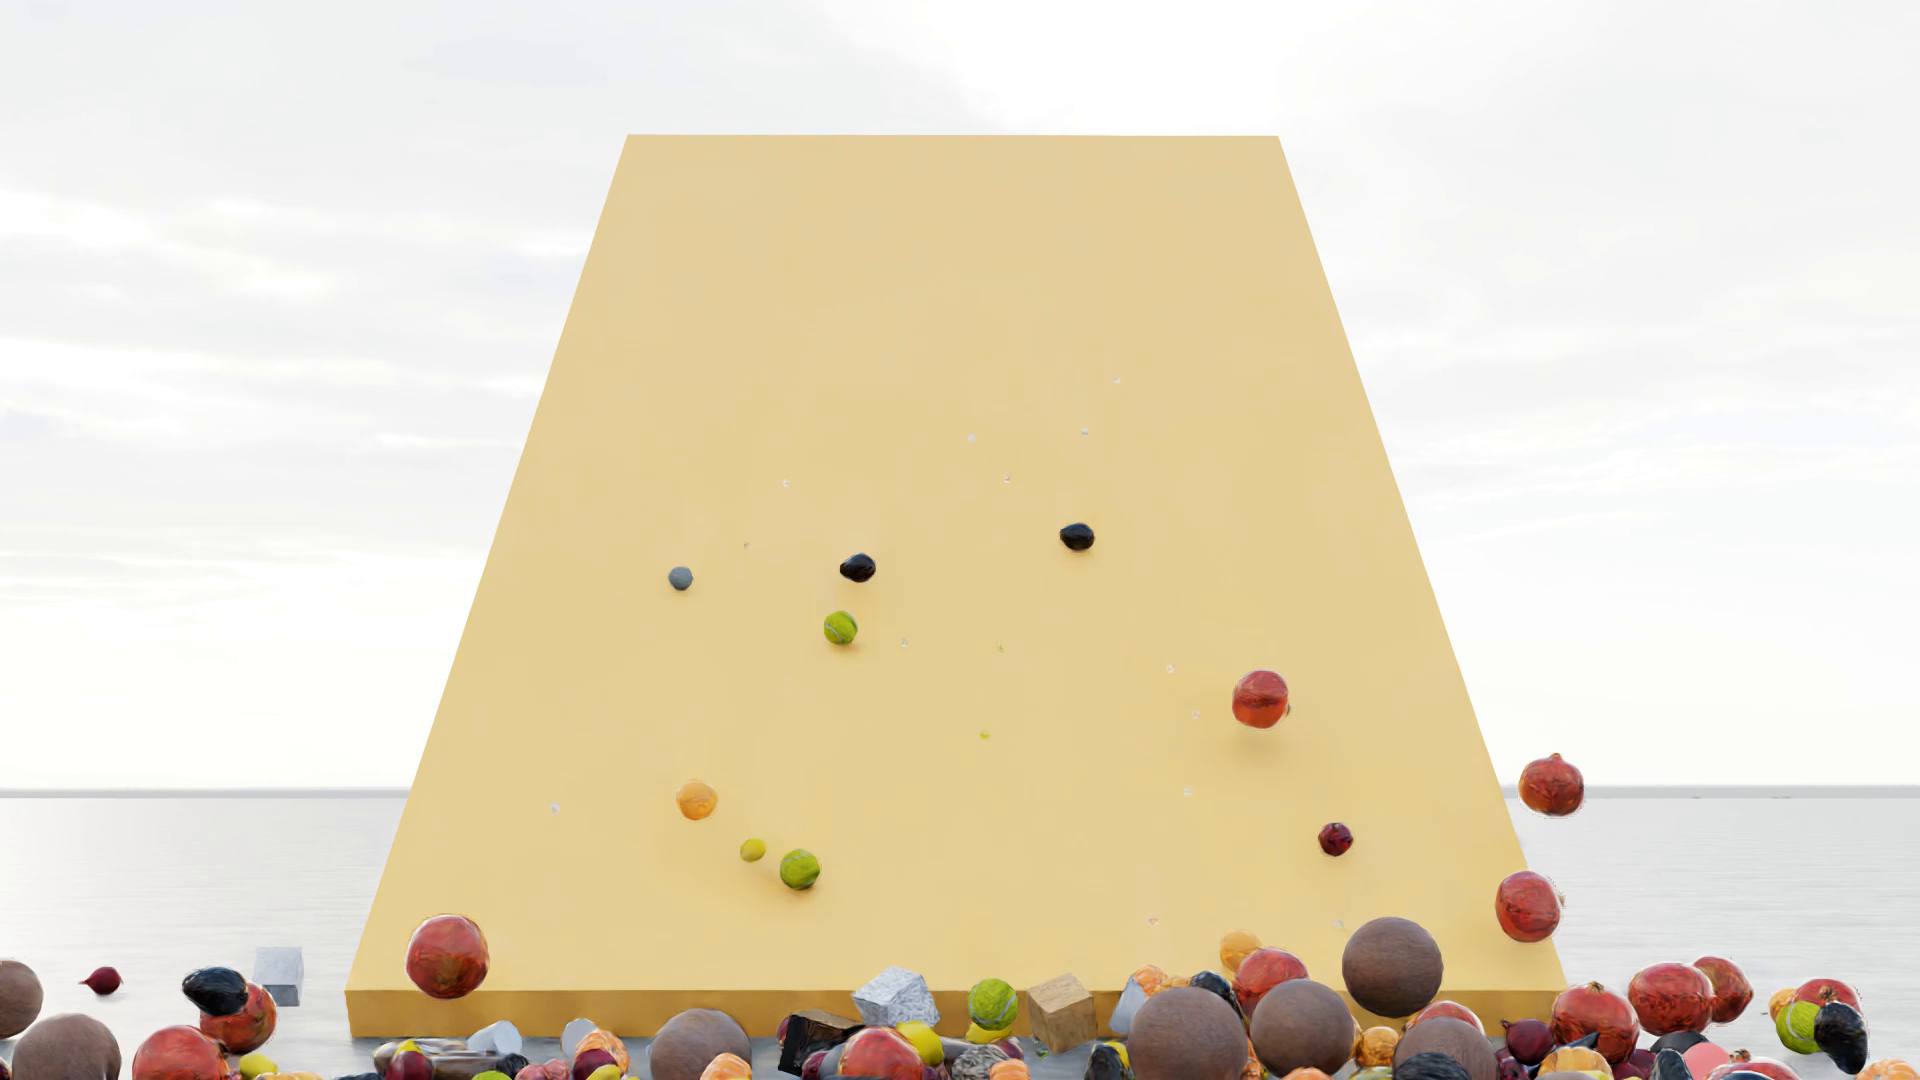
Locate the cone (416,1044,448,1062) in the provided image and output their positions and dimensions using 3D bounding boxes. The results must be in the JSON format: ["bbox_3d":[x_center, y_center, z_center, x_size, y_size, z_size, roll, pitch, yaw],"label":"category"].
[{"bbox_3d":[-0.748,0.721,3.381,0.052,0.052,0.052,36,16,32],"label":"cone"}]

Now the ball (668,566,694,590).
[{"bbox_3d":[-0.583,0.080,5.029,0.051,0.051,0.051,0,-6,0],"label":"ball"}]

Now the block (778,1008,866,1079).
[{"bbox_3d":[-0.193,0.708,3.368,0.080,0.080,0.080,13,-1,23],"label":"block"}]

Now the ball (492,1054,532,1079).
[{"bbox_3d":[-0.603,0.718,3.246,0.052,0.052,0.052,0,-6,0],"label":"ball"}]

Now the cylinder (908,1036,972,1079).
[{"bbox_3d":[-0.024,0.707,3.263,0.067,0.067,0.067,-6,-10,44],"label":"cylinder"}]

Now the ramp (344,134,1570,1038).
[{"bbox_3d":[-0.013,-0.212,5.698,2.000,0.100,4.000,0,30,0],"label":"ramp"}]

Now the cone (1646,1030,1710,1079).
[{"bbox_3d":[0.982,0.723,3.242,0.092,0.092,0.092,0,21,0],"label":"cone"}]

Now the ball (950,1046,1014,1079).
[{"bbox_3d":[0.028,0.676,3.035,0.079,0.079,0.079,0,-6,0],"label":"ball"}]

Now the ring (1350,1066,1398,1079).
[{"bbox_3d":[0.566,0.706,3.100,0.140,0.047,0.140,1,-5,0],"label":"ring"}]

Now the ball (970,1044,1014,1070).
[{"bbox_3d":[0.032,0.693,3.131,0.077,0.077,0.077,0,-6,0],"label":"ball"}]

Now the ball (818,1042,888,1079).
[{"bbox_3d":[-0.136,0.680,3.058,0.087,0.087,0.087,0,-6,0],"label":"ball"}]

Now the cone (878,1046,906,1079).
[{"bbox_3d":[-0.098,0.744,3.369,0.056,0.056,0.056,-1,-33,9],"label":"cone"}]

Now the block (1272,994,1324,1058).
[{"bbox_3d":[0.515,0.743,3.683,0.064,0.064,0.064,10,22,9],"label":"block"}]

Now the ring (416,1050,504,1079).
[{"bbox_3d":[-0.680,0.730,3.321,0.134,0.045,0.134,0,-7,0],"label":"ring"}]

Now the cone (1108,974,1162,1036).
[{"bbox_3d":[0.270,0.713,3.754,0.085,0.085,0.085,-5,15,1],"label":"cone"}]

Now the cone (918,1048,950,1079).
[{"bbox_3d":[-0.034,0.705,3.196,0.068,0.068,0.068,0,-6,0],"label":"cone"}]

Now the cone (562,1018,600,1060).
[{"bbox_3d":[-0.533,0.717,3.457,0.059,0.059,0.059,-1,-13,12],"label":"cone"}]

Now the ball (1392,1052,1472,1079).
[{"bbox_3d":[0.553,0.650,2.822,0.099,0.099,0.099,0,-6,0],"label":"ball"}]

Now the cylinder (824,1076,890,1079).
[{"bbox_3d":[-0.117,0.653,2.766,0.073,0.073,0.073,-5,-8,33],"label":"cylinder"}]

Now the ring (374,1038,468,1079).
[{"bbox_3d":[-0.769,0.743,3.450,0.137,0.046,0.137,0,-5,0],"label":"ring"}]

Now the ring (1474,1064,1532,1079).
[{"bbox_3d":[0.748,0.736,3.305,0.083,0.028,0.083,1,-2,0],"label":"ring"}]

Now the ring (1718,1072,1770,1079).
[{"bbox_3d":[0.794,0.590,2.413,0.039,0.117,0.117,-6,-1,-37],"label":"ring"}]

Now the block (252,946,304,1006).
[{"bbox_3d":[-1.210,0.774,4.279,0.076,0.076,0.076,2,-40,-8],"label":"block"}]

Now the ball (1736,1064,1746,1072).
[{"bbox_3d":[0.938,0.677,2.970,0.075,0.075,0.075,0,-6,0],"label":"ball"}]

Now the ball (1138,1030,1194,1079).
[{"bbox_3d":[0.282,0.710,3.305,0.079,0.079,0.079,0,-6,0],"label":"ball"}]

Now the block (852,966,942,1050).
[{"bbox_3d":[-0.096,0.705,3.640,0.081,0.081,0.081,-33,20,-31],"label":"block"}]

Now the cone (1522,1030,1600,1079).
[{"bbox_3d":[0.780,0.655,3.047,0.095,0.095,0.095,32,15,-9],"label":"cone"}]

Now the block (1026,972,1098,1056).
[{"bbox_3d":[0.158,0.732,3.729,0.078,0.078,0.078,-18,25,-19],"label":"block"}]
